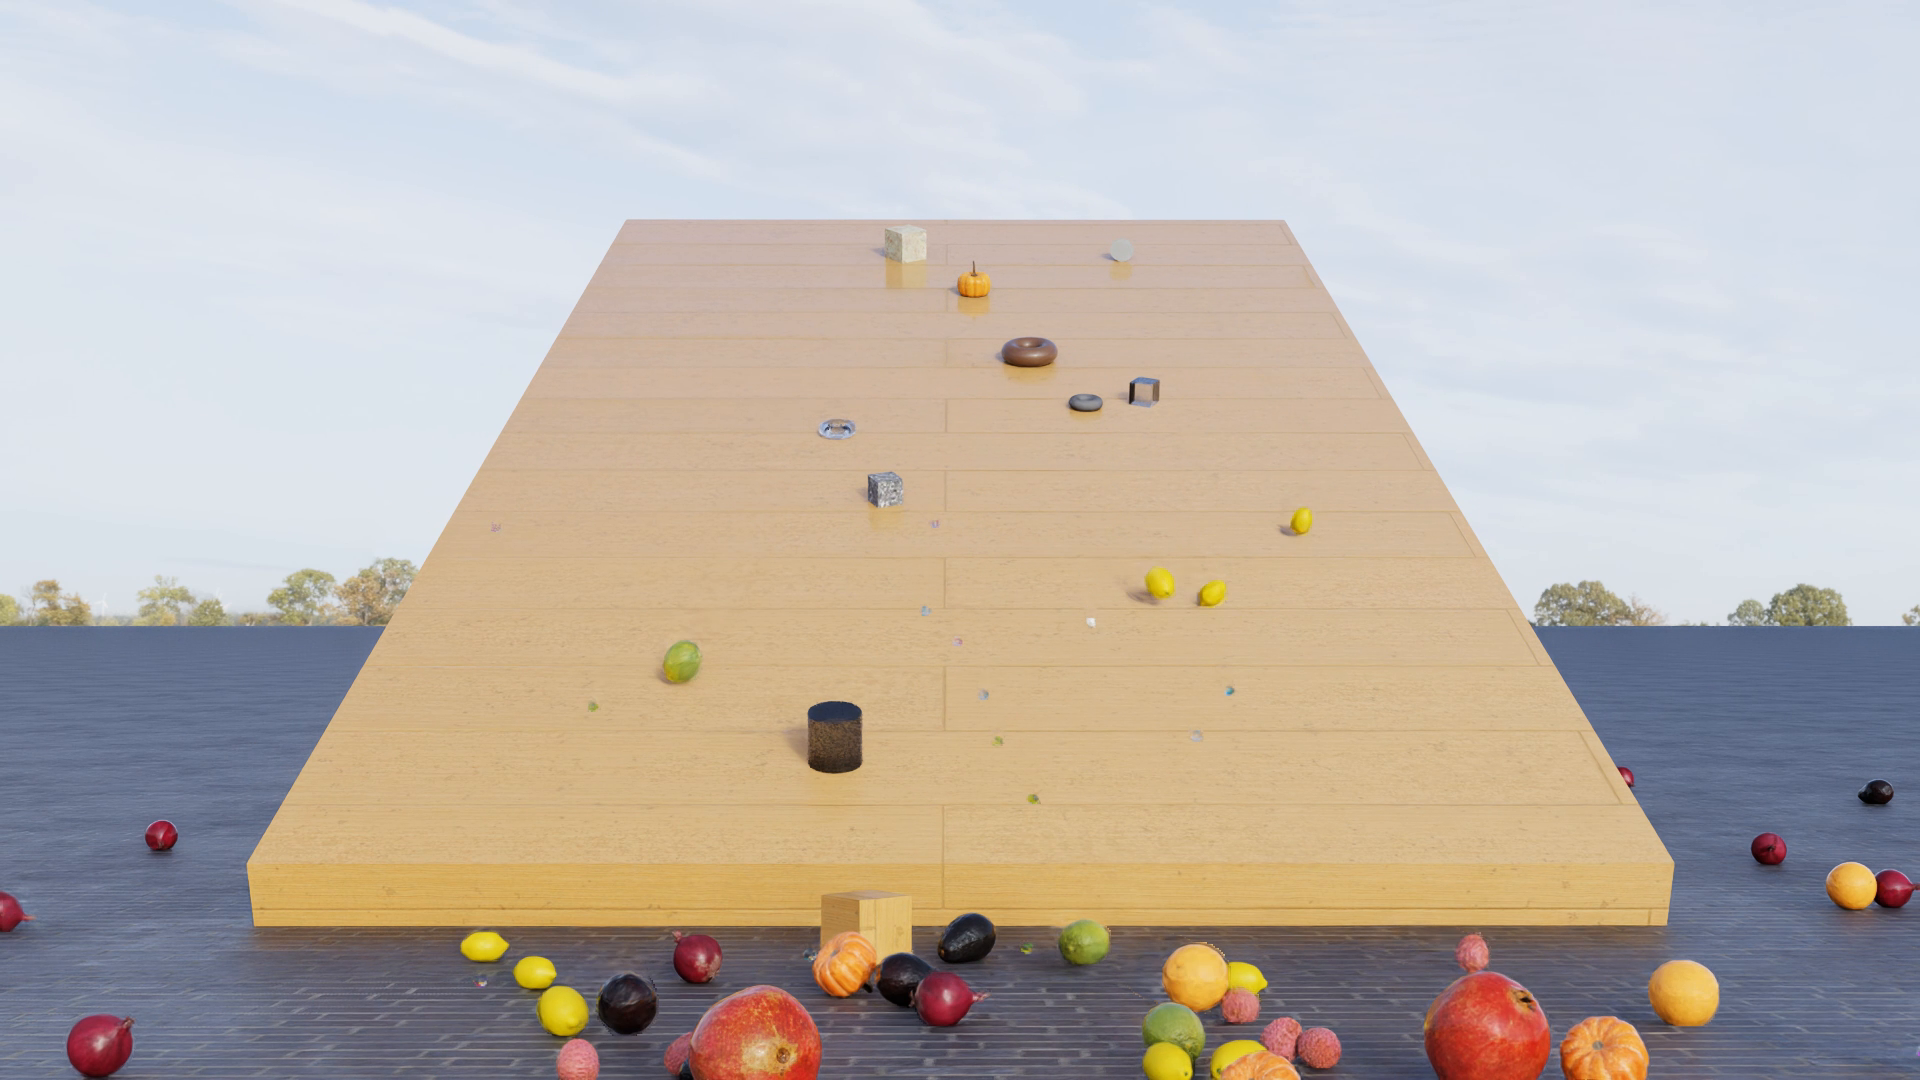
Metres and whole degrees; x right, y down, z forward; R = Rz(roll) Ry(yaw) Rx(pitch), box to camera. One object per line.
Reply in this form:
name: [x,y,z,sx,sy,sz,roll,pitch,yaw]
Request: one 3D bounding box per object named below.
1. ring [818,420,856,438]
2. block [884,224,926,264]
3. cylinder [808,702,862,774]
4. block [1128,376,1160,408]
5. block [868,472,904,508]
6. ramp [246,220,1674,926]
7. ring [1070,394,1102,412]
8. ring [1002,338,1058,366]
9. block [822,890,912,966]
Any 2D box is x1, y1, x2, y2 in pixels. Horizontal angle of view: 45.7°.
ring: [-0.267,-0.242,4.974,0.083,0.028,0.083,1,21,0]
block: [-0.154,-0.839,6.456,0.084,0.084,0.084,-15,26,-34]
cylinder: [-0.190,0.301,3.475,0.083,0.083,0.083,0,21,0]
block: [0.419,-0.336,5.188,0.052,0.052,0.052,11,23,26]
block: [-0.149,-0.101,4.565,0.054,0.054,0.054,-9,23,-22]
ramp: [-0.006,-0.214,5.079,2.000,0.100,4.000,0,21,0]
ring: [0.285,-0.311,5.158,0.077,0.026,0.077,1,20,0]
ring: [0.168,-0.455,5.506,0.137,0.046,0.137,-1,22,0]
block: [-0.120,0.494,2.908,0.082,0.082,0.082,2,-3,-39]
